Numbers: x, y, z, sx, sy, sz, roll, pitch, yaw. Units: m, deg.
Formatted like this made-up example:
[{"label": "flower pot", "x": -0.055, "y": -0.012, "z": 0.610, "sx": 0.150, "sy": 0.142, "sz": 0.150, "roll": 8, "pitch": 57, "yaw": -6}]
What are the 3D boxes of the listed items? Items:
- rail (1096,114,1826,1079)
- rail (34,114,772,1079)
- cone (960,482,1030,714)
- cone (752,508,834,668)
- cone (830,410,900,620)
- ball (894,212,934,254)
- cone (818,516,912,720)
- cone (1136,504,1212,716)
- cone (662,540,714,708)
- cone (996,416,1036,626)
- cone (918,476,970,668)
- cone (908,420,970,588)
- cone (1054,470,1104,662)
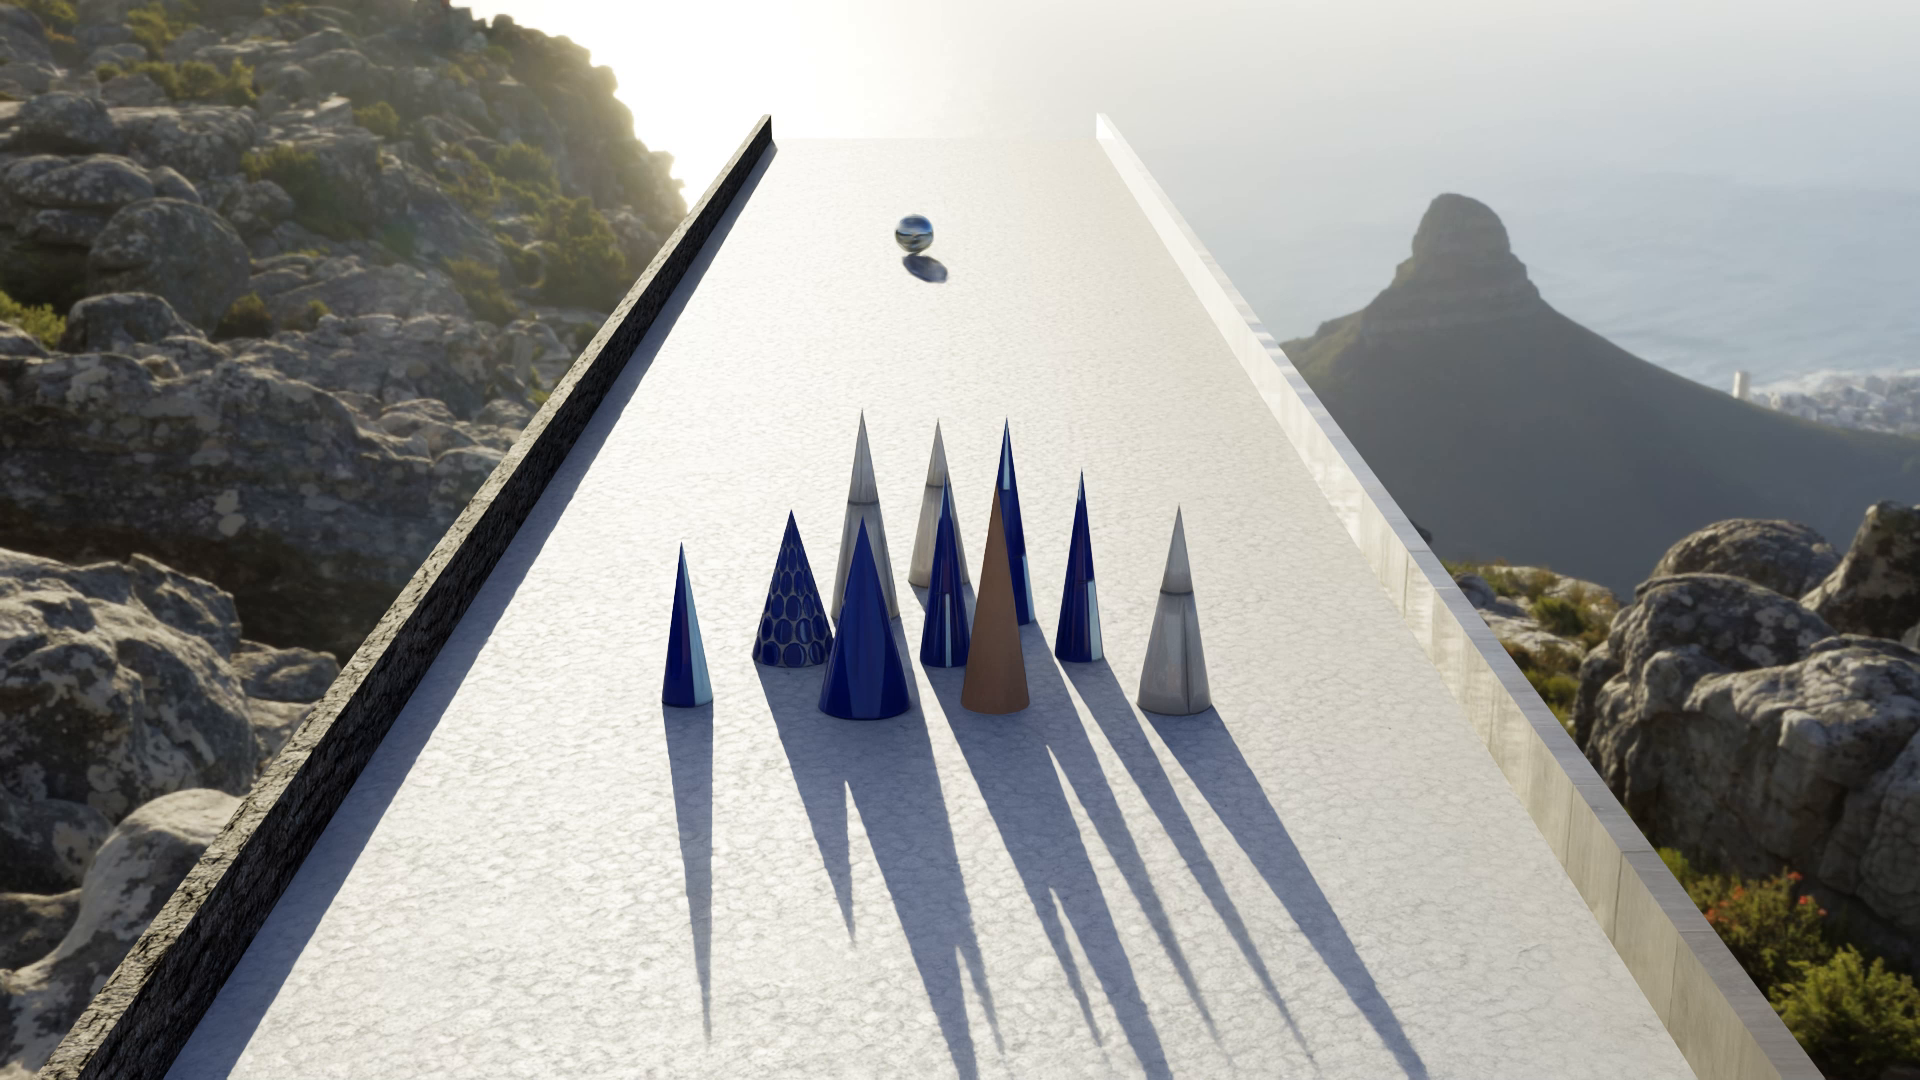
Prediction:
[{"label": "rail", "x": 0.932, "y": -0.844, "z": 7.801, "sx": 0.050, "sy": 0.150, "sz": 12.000, "roll": 0, "pitch": 17, "yaw": -1}, {"label": "rail", "x": -1.118, "y": -0.838, "z": 7.780, "sx": 0.050, "sy": 0.150, "sz": 12.000, "roll": 0, "pitch": 17, "yaw": -1}, {"label": "cone", "x": 0.067, "y": 0.097, "z": 4.126, "sx": 0.132, "sy": 0.441, "sz": 0.132, "roll": 0, "pitch": 17, "yaw": 0}, {"label": "cone", "x": -0.335, "y": 0.082, "z": 4.413, "sx": 0.177, "sy": 0.307, "sz": 0.177, "roll": 0, "pitch": 17, "yaw": 0}, {"label": "cone", "x": -0.203, "y": -0.062, "z": 4.635, "sx": 0.151, "sy": 0.455, "sz": 0.151, "roll": 0, "pitch": 17, "yaw": 0}, {"label": "ball", "x": -0.192, "y": -1.293, "z": 9.272, "sx": 0.172, "sy": 0.172, "sz": 0.172, "roll": 0, "pitch": 17, "yaw": 0}, {"label": "cone", "x": -0.180, "y": 0.133, "z": 4.126, "sx": 0.179, "sy": 0.373, "sz": 0.179, "roll": 0, "pitch": 17, "yaw": 0}, {"label": "cone", "x": 0.406, "y": 0.119, "z": 4.131, "sx": 0.146, "sy": 0.397, "sz": 0.146, "roll": 0, "pitch": 17, "yaw": 0}, {"label": "cone", "x": -0.521, "y": 0.149, "z": 4.160, "sx": 0.101, "sy": 0.323, "sz": 0.101, "roll": 0, "pitch": 17, "yaw": 0}, {"label": "cone", "x": 0.097, "y": -0.049, "z": 4.613, "sx": 0.129, "sy": 0.444, "sz": 0.129, "roll": 0, "pitch": 17, "yaw": 0}, {"label": "cone", "x": -0.028, "y": 0.053, "z": 4.370, "sx": 0.109, "sy": 0.388, "sz": 0.109, "roll": 0, "pitch": 17, "yaw": 0}, {"label": "cone", "x": -0.048, "y": -0.092, "z": 4.875, "sx": 0.141, "sy": 0.376, "sz": 0.141, "roll": 0, "pitch": 17, "yaw": 0}, {"label": "cone", "x": 0.240, "y": 0.041, "z": 4.394, "sx": 0.102, "sy": 0.396, "sz": 0.102, "roll": 0, "pitch": 17, "yaw": 0}]
